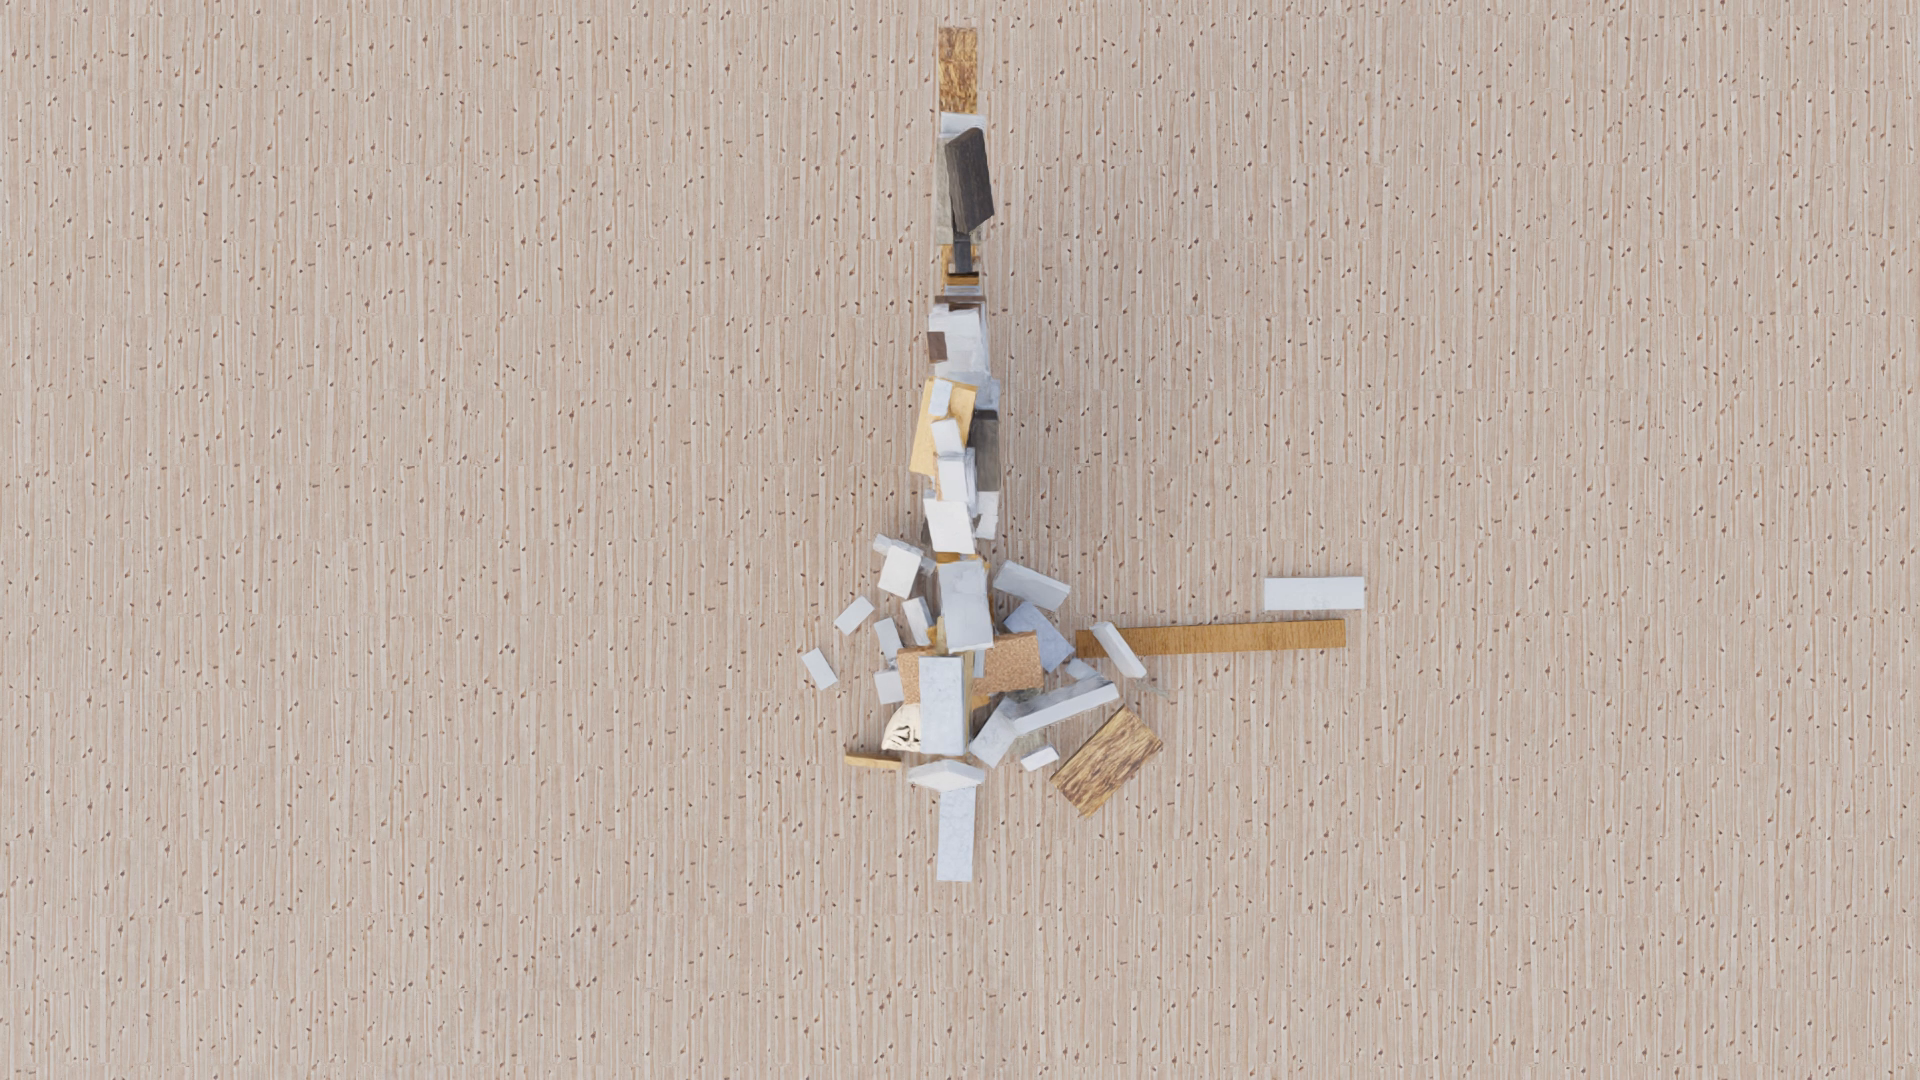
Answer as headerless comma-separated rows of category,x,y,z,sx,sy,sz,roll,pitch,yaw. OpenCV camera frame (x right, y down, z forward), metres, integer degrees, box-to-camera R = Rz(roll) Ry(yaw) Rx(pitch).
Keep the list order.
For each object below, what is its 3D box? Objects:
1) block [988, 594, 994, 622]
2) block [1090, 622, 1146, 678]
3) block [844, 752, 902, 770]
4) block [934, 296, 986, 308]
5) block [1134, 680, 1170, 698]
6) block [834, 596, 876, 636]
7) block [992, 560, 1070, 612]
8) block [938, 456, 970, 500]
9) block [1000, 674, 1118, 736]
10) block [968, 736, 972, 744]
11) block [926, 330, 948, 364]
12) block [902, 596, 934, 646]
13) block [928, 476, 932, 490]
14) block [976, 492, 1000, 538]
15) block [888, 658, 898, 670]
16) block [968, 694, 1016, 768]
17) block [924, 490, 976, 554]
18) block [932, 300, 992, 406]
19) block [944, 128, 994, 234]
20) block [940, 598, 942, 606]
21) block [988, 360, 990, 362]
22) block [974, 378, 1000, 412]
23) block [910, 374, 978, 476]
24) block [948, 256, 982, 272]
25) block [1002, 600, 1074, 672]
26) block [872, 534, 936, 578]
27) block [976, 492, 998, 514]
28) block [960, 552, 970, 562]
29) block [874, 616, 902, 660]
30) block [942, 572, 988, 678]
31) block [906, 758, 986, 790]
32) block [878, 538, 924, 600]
block,0.080,0.247,5.491,0.065,0.018,0.130,0,90,0
block,0.520,0.363,5.413,0.030,0.105,0.211,-41,101,-21
block,-0.287,0.729,5.453,0.185,0.092,0.026,6,93,0
block,0.000,-0.626,5.099,0.148,0.803,0.042,0,83,0
block,0.637,0.496,5.471,0.116,0.058,0.016,23,90,0
block,-0.352,0.251,5.491,0.130,0.018,0.065,-44,90,0
block,0.233,0.152,5.431,0.232,0.030,0.107,23,134,-10
block,-0.018,-0.168,4.537,0.071,0.020,0.142,2,133,11
block,0.319,0.534,5.362,0.355,0.178,0.050,-19,98,-12
block,0.005,0.644,5.461,0.058,0.017,0.117,-10,102,0
block,-0.062,-0.521,4.449,0.049,0.014,0.097,-4,58,-8
block,-0.126,0.281,5.458,0.026,0.090,0.180,-20,90,-42
block,-0.023,-0.181,5.141,0.141,0.282,0.040,-1,59,2
block,0.046,-0.097,5.195,0.141,0.282,0.040,4,59,0
block,-0.168,0.406,5.466,0.130,0.018,0.065,-21,116,11
block,0.129,0.631,5.441,0.109,0.031,0.219,36,87,-6
block,-0.027,-0.052,4.778,0.122,0.245,0.035,5,53,12
block,0.007,-0.530,4.723,0.148,0.042,0.295,-4,111,2
block,0.027,-1.014,4.654,0.037,0.261,0.131,19,45,34
block,-0.014,0.275,5.450,0.090,0.025,0.180,-3,115,0
block,0.015,-0.491,4.919,0.148,0.295,0.042,1,107,0
block,0.035,-0.381,4.868,0.160,0.330,0.045,2,123,2
block,-0.046,-0.306,4.550,0.140,0.040,0.280,14,119,4
block,0.016,-0.816,4.872,0.093,0.185,0.026,-1,106,1
block,0.261,0.318,5.484,0.115,0.033,0.230,-43,90,0
block,-0.184,0.052,5.444,0.214,0.107,0.030,26,74,0
block,0.024,-0.203,4.781,0.160,0.320,0.045,0,46,3
block,0.000,0.031,5.385,0.082,0.023,0.165,1,79,1
block,-0.236,0.328,5.491,0.065,0.018,0.130,-20,90,0
block,0.012,0.262,5.293,0.141,0.040,0.352,2,94,4
block,-0.048,0.759,5.326,0.136,0.273,0.039,21,67,-24
block,-0.195,0.096,5.411,0.107,0.214,0.030,23,45,2
